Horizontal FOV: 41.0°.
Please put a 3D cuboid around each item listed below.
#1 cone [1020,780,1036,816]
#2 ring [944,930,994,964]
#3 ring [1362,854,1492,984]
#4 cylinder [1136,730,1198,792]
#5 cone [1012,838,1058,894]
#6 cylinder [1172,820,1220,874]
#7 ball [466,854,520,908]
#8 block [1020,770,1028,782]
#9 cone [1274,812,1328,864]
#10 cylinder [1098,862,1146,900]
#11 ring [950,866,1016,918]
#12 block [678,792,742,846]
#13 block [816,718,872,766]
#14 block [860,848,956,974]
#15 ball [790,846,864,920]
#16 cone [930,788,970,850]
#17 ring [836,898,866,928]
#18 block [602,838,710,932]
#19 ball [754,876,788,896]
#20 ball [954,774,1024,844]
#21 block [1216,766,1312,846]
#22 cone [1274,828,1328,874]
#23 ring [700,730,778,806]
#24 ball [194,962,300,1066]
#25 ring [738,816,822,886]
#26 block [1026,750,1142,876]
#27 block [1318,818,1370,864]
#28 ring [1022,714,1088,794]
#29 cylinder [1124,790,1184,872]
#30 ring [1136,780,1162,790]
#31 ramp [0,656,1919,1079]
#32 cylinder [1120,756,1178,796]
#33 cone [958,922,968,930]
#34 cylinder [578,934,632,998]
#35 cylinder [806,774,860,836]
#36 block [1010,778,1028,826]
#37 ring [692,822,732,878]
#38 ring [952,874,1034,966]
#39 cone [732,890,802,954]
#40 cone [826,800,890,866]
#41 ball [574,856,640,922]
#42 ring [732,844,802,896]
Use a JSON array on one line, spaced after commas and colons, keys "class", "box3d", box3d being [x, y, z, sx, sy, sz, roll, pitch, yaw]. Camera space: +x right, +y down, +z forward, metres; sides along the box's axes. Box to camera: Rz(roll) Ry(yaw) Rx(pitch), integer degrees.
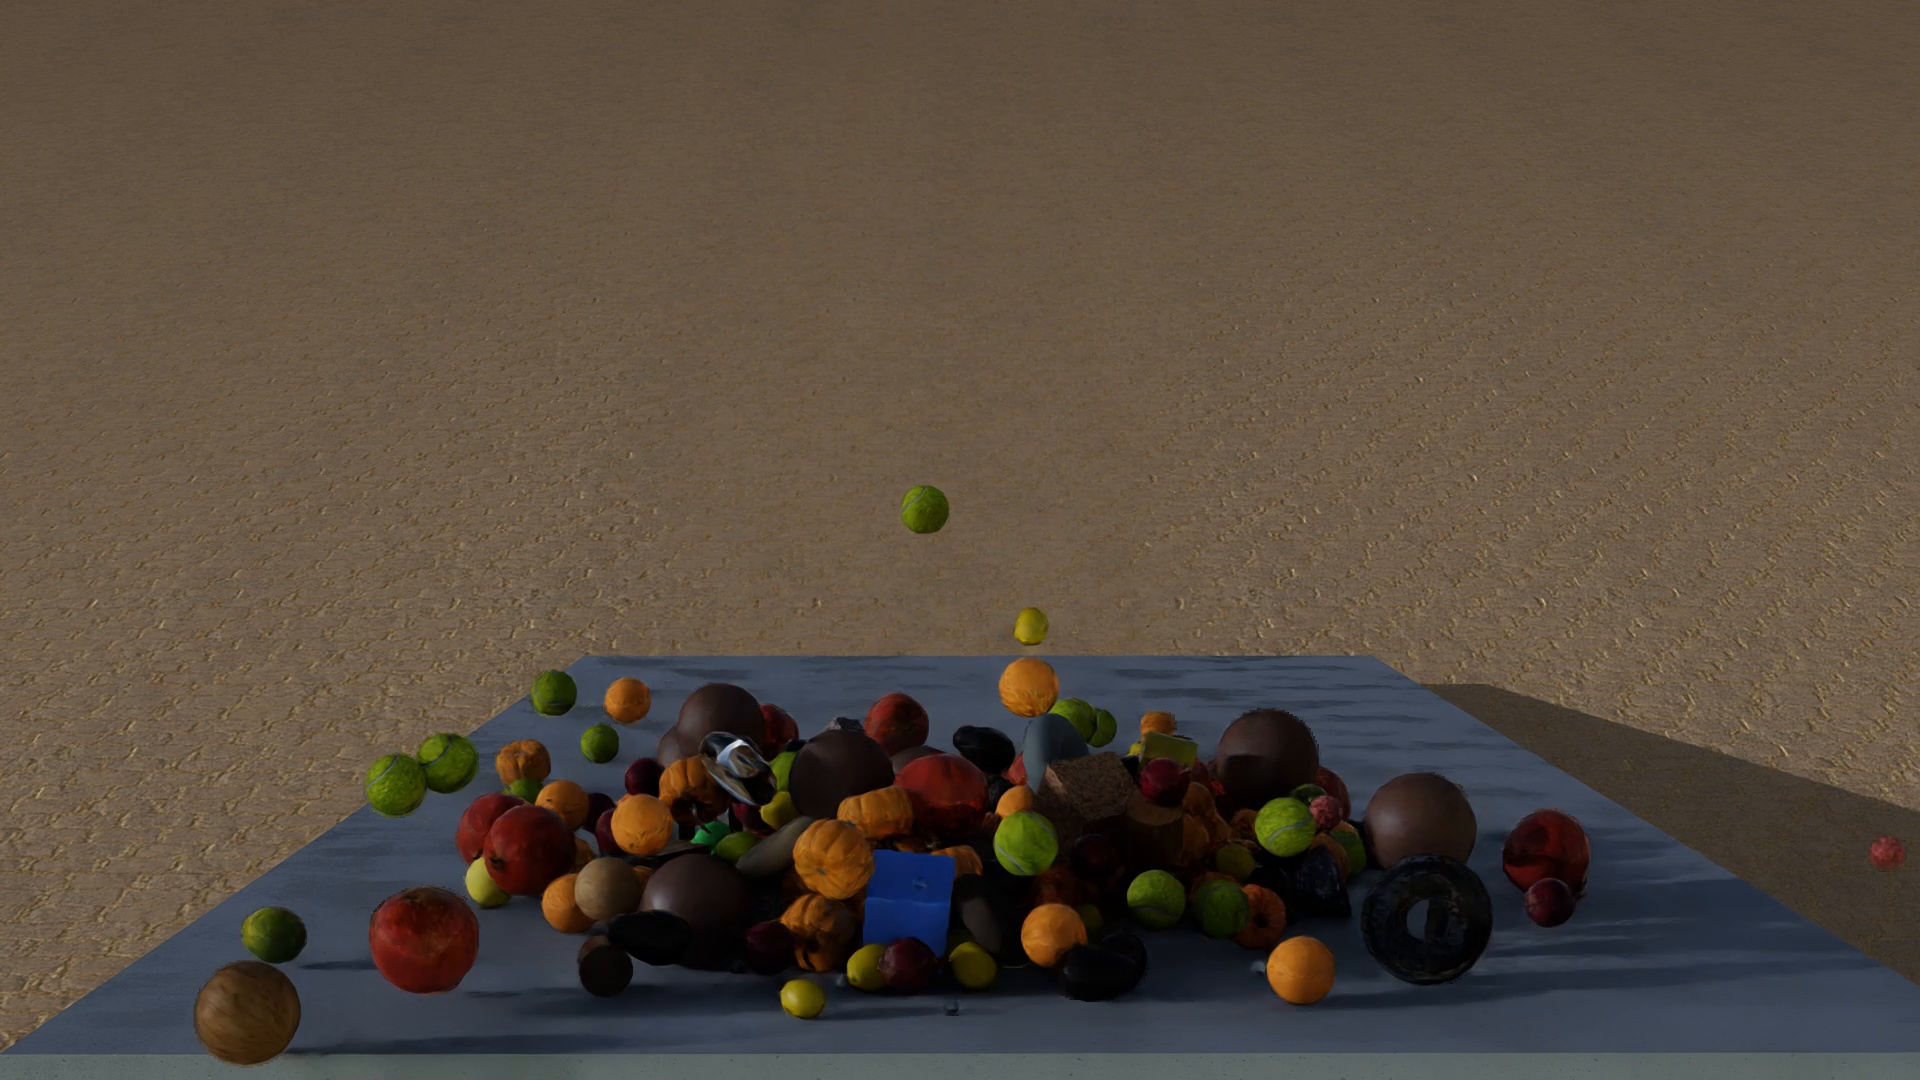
[{"class": "cone", "box3d": [0.106, 0.347, 3.573, 0.074, 0.074, 0.074, 2, -6, 0]}, {"class": "ring", "box3d": [0.002, 0.464, 2.941, 0.098, 0.033, 0.098, -4, -4, 0]}, {"class": "ring", "box3d": [0.514, 0.418, 2.831, 0.147, 0.147, 0.049, -2, 7, -4]}, {"class": "cylinder", "box3d": [0.255, 0.273, 3.170, 0.064, 0.064, 0.064, 13, 22, 2]}, {"class": "cone", "box3d": [0.116, 0.415, 3.347, 0.075, 0.075, 0.075, -19, 16, 18]}, {"class": "cylinder", "box3d": [0.312, 0.416, 3.481, 0.057, 0.057, 0.057, -27, 12, 23]}, {"class": "ball", "box3d": [-0.595, 0.433, 3.272, 0.067, 0.067, 0.067, 0, 21, 0]}, {"class": "block", "box3d": [0.135, 0.394, 4.044, 0.064, 0.064, 0.064, 1, 3, 17]}, {"class": "cone", "box3d": [0.456, 0.432, 3.565, 0.082, 0.082, 0.082, 14, 27, 32]}, {"class": "cylinder", "box3d": [0.209, 0.437, 3.324, 0.053, 0.053, 0.053, -7, 22, -5]}, {"class": "ring", "box3d": [-0.003, 0.443, 3.249, 0.147, 0.049, 0.147, 1, 2, 0]}, {"class": "block", "box3d": [-0.363, 0.408, 3.745, 0.067, 0.067, 0.067, -3, 4, -39]}, {"class": "block", "box3d": [-0.204, 0.354, 4.504, 0.059, 0.059, 0.059, 11, 42, -49]}, {"class": "block", "box3d": [-0.057, 0.413, 2.862, 0.092, 0.092, 0.092, 6, 28, 1]}, {"class": "ball", "box3d": [-0.160, 0.414, 3.102, 0.087, 0.087, 0.087, 0, 21, 0]}, {"class": "cone", "box3d": [0.000, 0.422, 3.730, 0.090, 0.090, 0.090, 1, 32, 1]}, {"class": "ring", "box3d": [-0.113, 0.459, 3.161, 0.083, 0.028, 0.083, 1, 2, 0]}, {"class": "block", "box3d": [-0.376, 0.425, 3.175, 0.093, 0.093, 0.093, 2, 4, 34]}, {"class": "ball", "box3d": [-0.253, 0.434, 3.332, 0.060, 0.060, 0.060, 0, 21, 0]}, {"class": "ball", "box3d": [0.040, 0.366, 3.489, 0.095, 0.095, 0.095, 0, 21, 0]}, {"class": "block", "box3d": [0.436, 0.383, 3.695, 0.080, 0.080, 0.080, 6, 36, -48]}, {"class": "cone", "box3d": [0.449, 0.438, 3.495, 0.074, 0.074, 0.074, -23, -9, -45]}, {"class": "ring", "box3d": [-0.267, 0.276, 3.100, 0.113, 0.113, 0.038, 20, 57, 41]}, {"class": "ball", "box3d": [-0.695, 0.462, 2.509, 0.100, 0.100, 0.100, 0, 21, 0]}, {"class": "ring", "box3d": [-0.210, 0.363, 3.005, 0.114, 0.038, 0.114, -36, 1, 1]}, {"class": "block", "box3d": [0.160, 0.338, 3.187, 0.099, 0.099, 0.099, -8, 45, -31]}, {"class": "block", "box3d": [0.537, 0.423, 3.602, 0.053, 0.053, 0.053, -2, 4, -34]}, {"class": "ring", "box3d": [0.129, 0.296, 3.334, 0.050, 0.149, 0.149, -20, 13, 23]}, {"class": "cylinder", "box3d": [0.234, 0.350, 3.100, 0.070, 0.070, 0.070, 0, 31, 0]}, {"class": "ring", "box3d": [0.271, 0.405, 4.065, 0.113, 0.038, 0.113, 5, 3, 0]}, {"class": "ramp", "box3d": [0.050, 0.450, 4.532, 2.000, 0.100, 4.000, 0, 3, 0]}, {"class": "cylinder", "box3d": [0.226, 0.332, 3.403, 0.092, 0.092, 0.092, -9, 13, 35]}, {"class": "cone", "box3d": [0.029, 0.466, 3.021, 0.061, 0.061, 0.061, 27, 24, 2]}, {"class": "cylinder", "box3d": [-0.386, 0.463, 2.799, 0.057, 0.057, 0.057, -4, 4, -10]}, {"class": "cylinder", "box3d": [-0.188, 0.394, 3.815, 0.072, 0.072, 0.072, 1, 13, 3]}, {"class": "block", "box3d": [0.074, 0.396, 3.814, 0.059, 0.059, 0.059, -36, -16, 23]}, {"class": "ring", "box3d": [-0.328, 0.406, 3.340, 0.029, 0.087, 0.087, 26, 30, 20]}, {"class": "ring", "box3d": [0.036, 0.421, 2.850, 0.040, 0.120, 0.120, -41, 22, 7]}, {"class": "cone", "box3d": [-0.211, 0.463, 3.009, 0.077, 0.077, 0.077, 33, 36, 30]}, {"class": "cone", "box3d": [-0.140, 0.429, 3.595, 0.092, 0.092, 0.092, -2, 30, -6]}, {"class": "ball", "box3d": [-0.410, 0.407, 2.991, 0.077, 0.077, 0.077, 0, 21, 0]}, {"class": "ring", "box3d": [-0.232, 0.391, 3.104, 0.099, 0.033, 0.099, -30, 16, 10]}]
